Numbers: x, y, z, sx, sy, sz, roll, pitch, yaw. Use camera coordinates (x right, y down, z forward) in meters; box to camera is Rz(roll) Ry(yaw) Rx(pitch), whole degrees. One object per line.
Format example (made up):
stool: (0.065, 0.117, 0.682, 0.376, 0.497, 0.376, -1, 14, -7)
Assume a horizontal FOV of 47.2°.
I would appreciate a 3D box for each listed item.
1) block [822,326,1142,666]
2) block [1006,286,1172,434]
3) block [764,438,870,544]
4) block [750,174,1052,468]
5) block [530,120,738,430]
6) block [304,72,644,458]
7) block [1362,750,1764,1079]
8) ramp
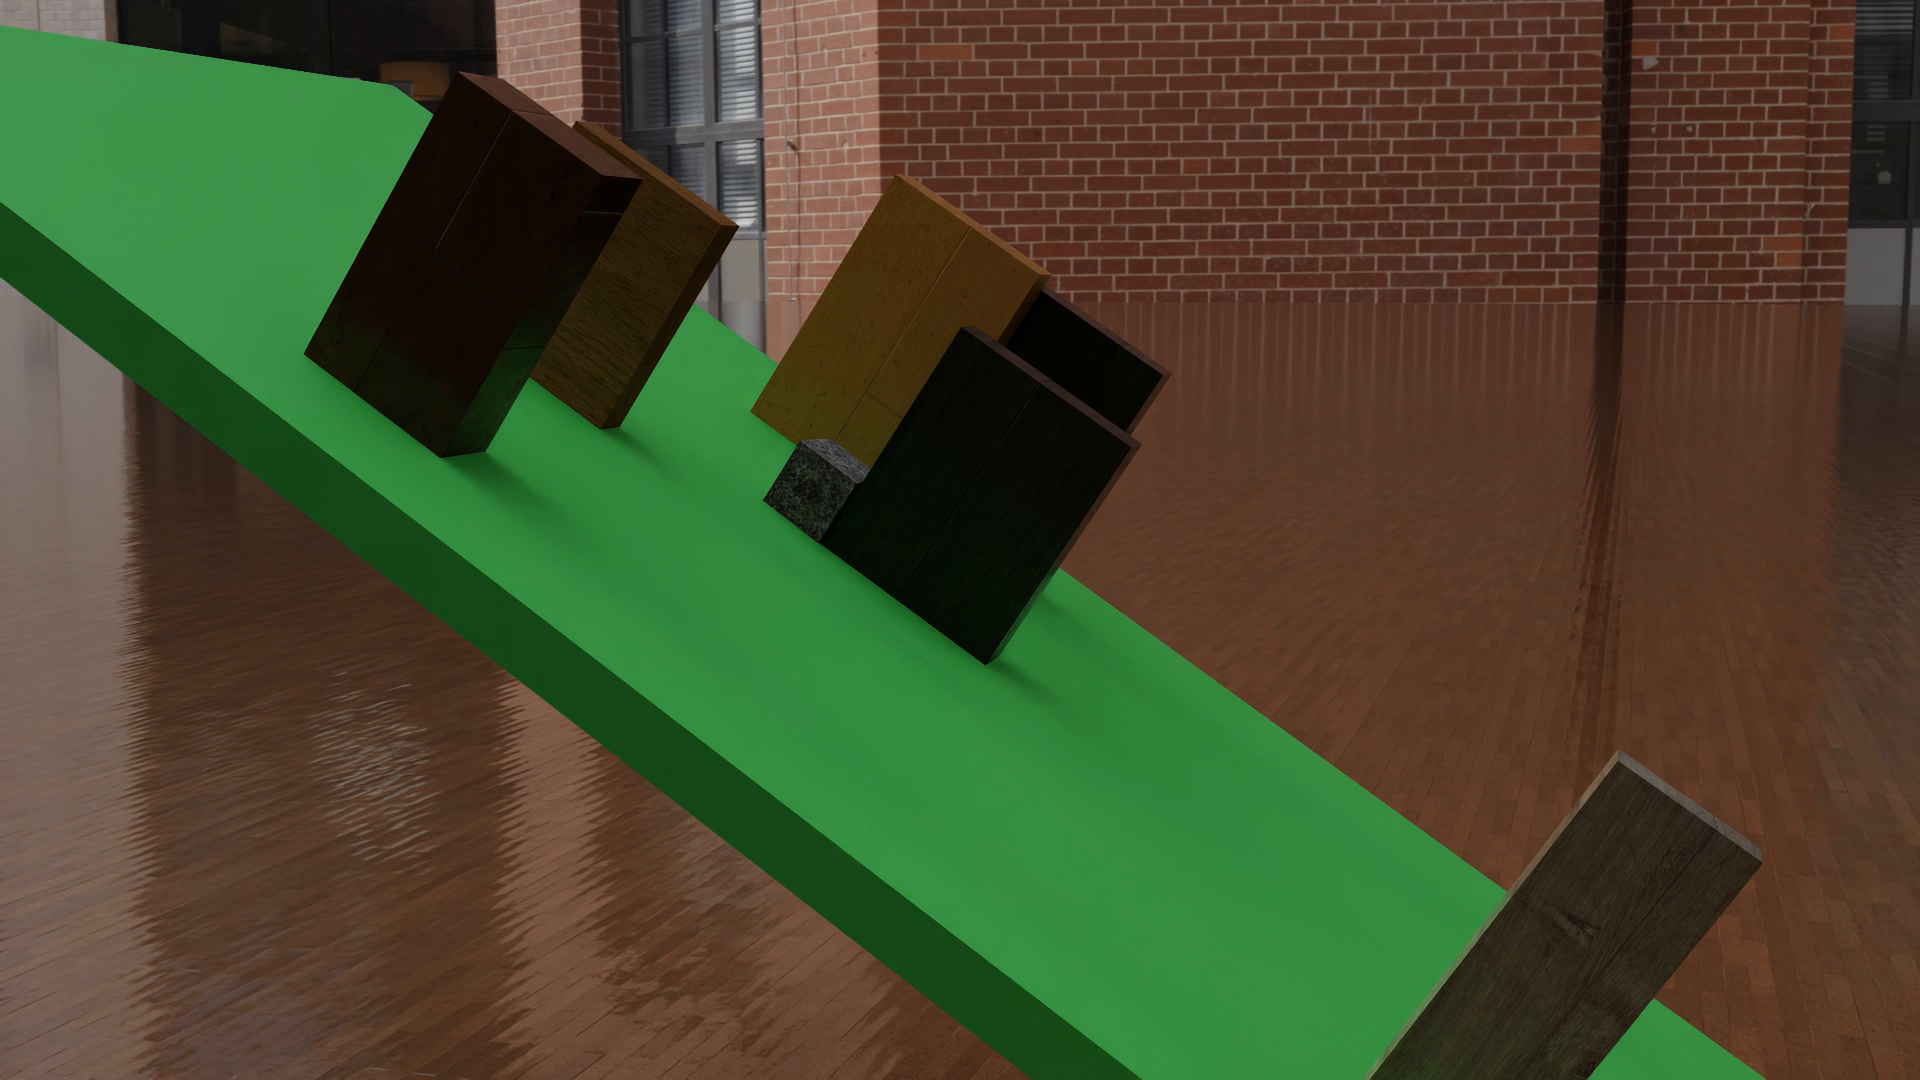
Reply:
block: (0.038, -0.084, 4.139, 0.389, 0.500, 0.089, 36, 15, 10)
block: (0.117, -0.245, 4.693, 0.427, 0.554, 0.092, 36, 15, 10)
block: (-0.263, -0.097, 4.255, 0.141, 0.141, 0.141, 37, 16, 14)
block: (-0.129, -0.413, 4.633, 0.371, 0.596, 0.098, 36, 15, 10)
block: (-0.667, -0.486, 4.054, 0.341, 0.446, 0.082, 36, 15, 10)
block: (-0.779, -0.436, 3.513, 0.293, 0.528, 0.145, 36, 15, 10)
block: (0.875, 0.649, 3.255, 0.242, 0.664, 0.084, 36, 15, 10)
ramp: (-0.117, 0.200, 4.095, 4.000, 0.100, 2.000, 36, 15, 10)
